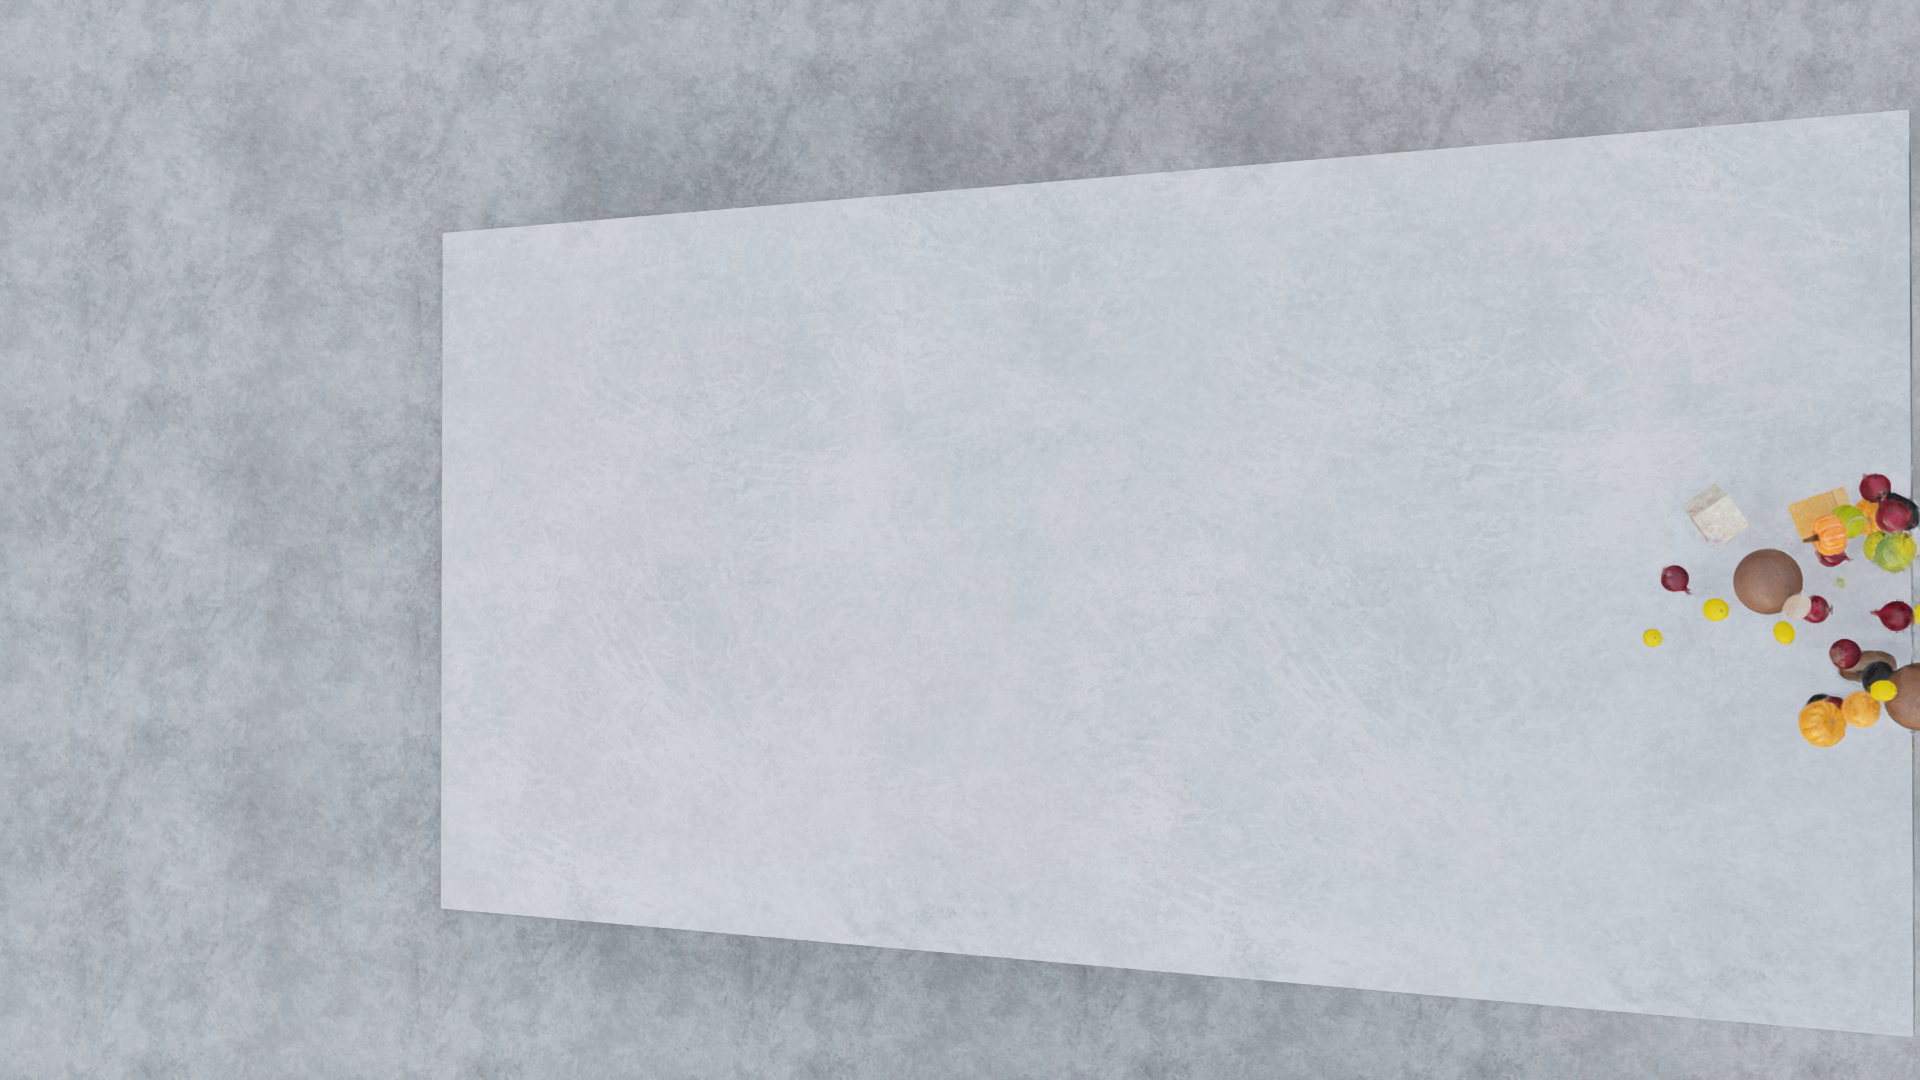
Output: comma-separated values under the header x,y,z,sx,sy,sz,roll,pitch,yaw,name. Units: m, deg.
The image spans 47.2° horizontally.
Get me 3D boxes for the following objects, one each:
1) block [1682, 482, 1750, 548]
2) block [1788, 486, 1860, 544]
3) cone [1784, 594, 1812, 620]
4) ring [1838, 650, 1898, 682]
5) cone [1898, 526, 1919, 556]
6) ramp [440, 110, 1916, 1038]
x,y,z,sx,sy,sz,roll,pitch,yaw,name
1.644,-0.054,4.785,0.088,0.088,0.088,-37,104,13,block
1.788,-0.051,4.555,0.087,0.087,0.087,-19,84,-6,block
1.600,0.118,4.222,0.053,0.053,0.053,1,113,3,cone
1.950,0.272,4.726,0.119,0.119,0.040,3,66,0,ring
1.910,-0.004,4.402,0.059,0.059,0.059,-5,75,20,cone
0.280,0.080,5.673,4.000,0.100,2.000,0,89,26,ramp
